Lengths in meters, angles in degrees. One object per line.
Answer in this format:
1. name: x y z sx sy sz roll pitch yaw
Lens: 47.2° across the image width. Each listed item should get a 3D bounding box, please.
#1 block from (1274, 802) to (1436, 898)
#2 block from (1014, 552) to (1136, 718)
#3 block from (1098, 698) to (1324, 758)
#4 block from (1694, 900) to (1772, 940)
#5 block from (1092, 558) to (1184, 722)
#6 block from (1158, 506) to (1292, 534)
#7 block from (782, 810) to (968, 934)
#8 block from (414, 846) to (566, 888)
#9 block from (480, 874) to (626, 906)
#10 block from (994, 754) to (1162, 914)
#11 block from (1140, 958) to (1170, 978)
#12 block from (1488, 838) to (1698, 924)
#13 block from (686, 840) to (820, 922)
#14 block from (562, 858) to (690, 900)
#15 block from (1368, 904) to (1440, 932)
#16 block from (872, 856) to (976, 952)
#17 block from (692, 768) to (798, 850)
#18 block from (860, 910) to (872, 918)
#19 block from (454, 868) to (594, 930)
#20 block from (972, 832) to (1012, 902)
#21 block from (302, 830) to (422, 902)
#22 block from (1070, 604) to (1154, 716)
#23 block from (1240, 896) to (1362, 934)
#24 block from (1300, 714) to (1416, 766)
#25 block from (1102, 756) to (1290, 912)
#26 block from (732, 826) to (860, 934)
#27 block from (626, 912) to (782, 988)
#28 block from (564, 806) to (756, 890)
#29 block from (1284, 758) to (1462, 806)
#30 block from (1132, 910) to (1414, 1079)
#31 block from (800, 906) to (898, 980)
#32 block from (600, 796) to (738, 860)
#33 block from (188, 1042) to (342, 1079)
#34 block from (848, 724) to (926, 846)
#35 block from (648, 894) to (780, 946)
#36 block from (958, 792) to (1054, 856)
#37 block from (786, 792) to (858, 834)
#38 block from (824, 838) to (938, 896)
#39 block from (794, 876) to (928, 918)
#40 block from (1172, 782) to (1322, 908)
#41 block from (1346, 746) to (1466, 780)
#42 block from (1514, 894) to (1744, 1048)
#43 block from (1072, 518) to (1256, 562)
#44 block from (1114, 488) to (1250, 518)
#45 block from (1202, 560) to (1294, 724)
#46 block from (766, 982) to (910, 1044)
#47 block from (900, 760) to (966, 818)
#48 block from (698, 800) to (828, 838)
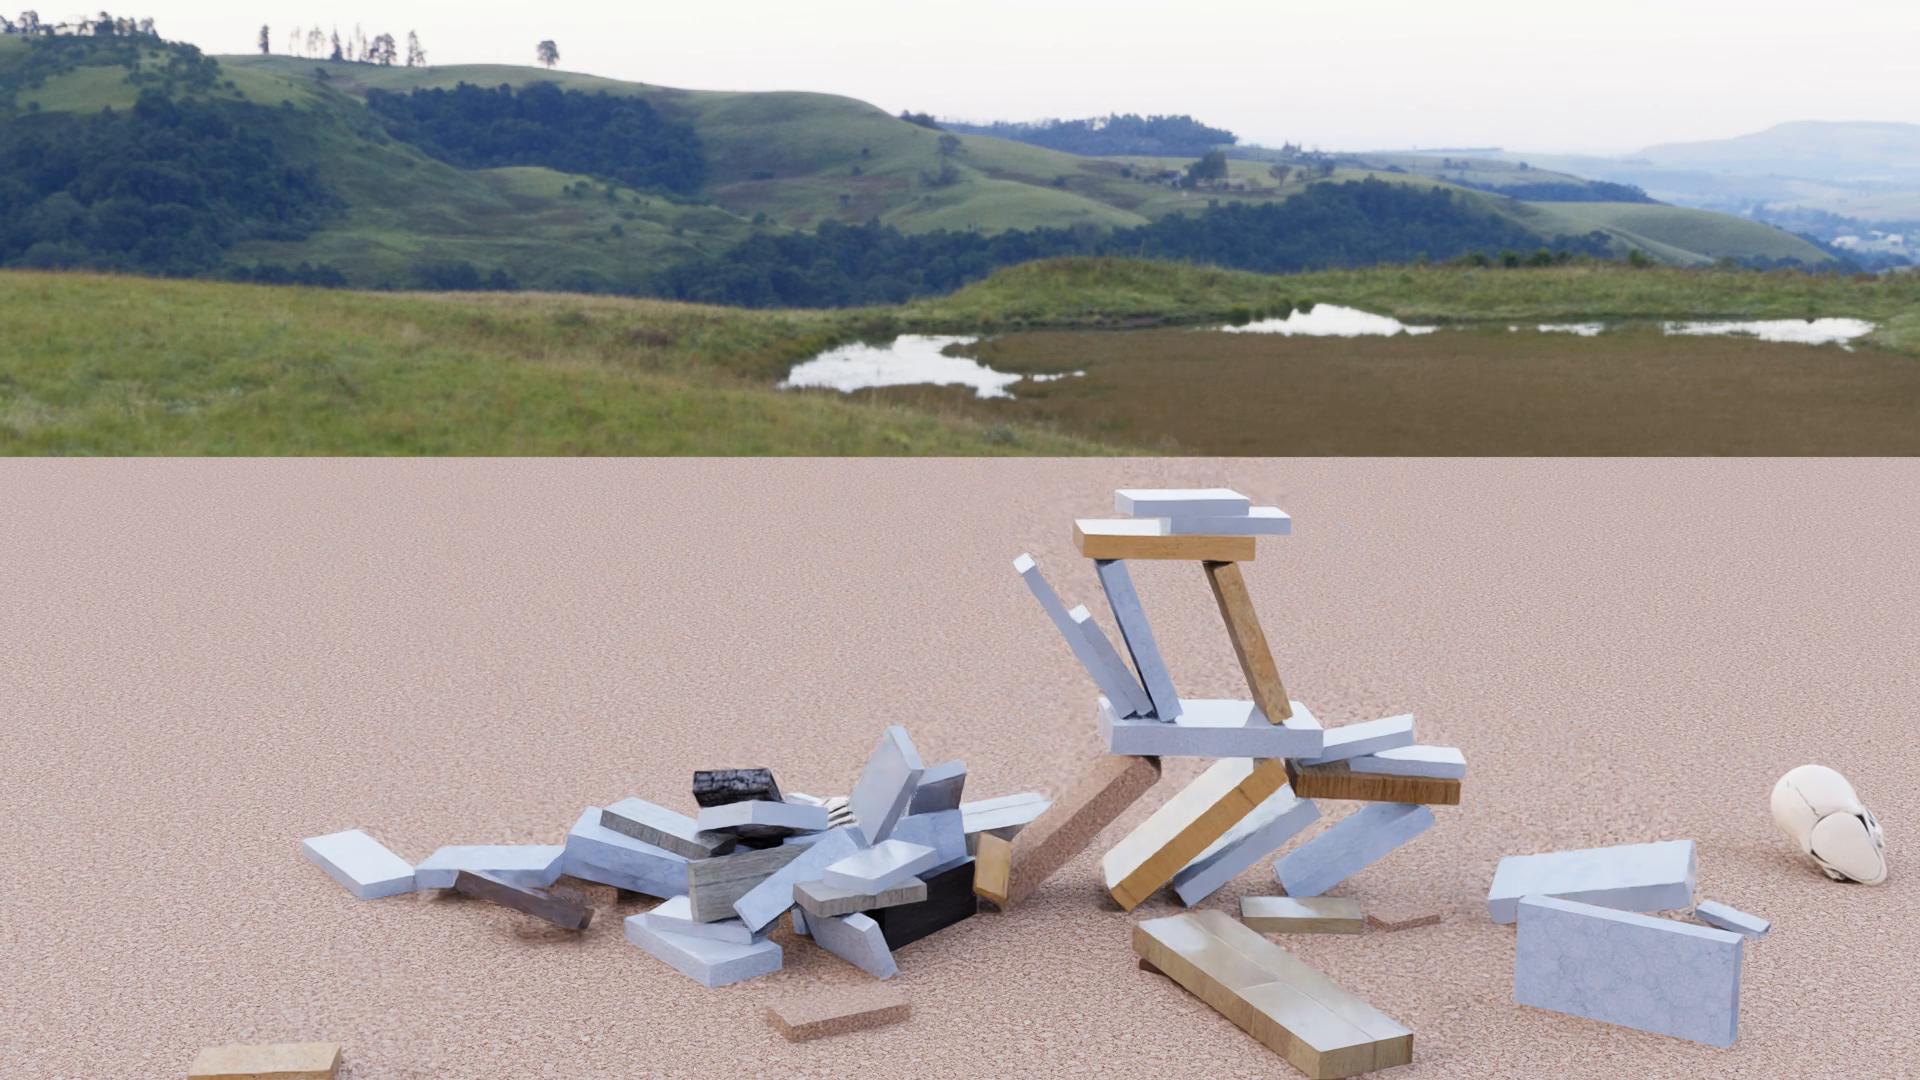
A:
1. block: 0.653 0.504 3.651 0.265 0.038 0.133 -32 9 6
2. block: 0.185 0.154 3.558 0.028 0.294 0.097 -35 13 1
3. block: 0.407 0.308 3.604 0.342 0.048 0.171 1 11 -4
4. block: 1.230 0.605 3.503 0.104 0.015 0.052 19 20 34
5. block: 0.286 0.149 3.569 0.039 0.275 0.137 -22 11 0
6. block: 0.426 -0.032 3.548 0.194 0.028 0.097 1 11 -6
7. block: -0.130 0.533 3.547 0.303 0.152 0.043 -6 -2 -29
8. block: -0.775 0.542 3.654 0.228 0.032 0.114 -2 11 11
9. block: -0.675 0.573 3.670 0.228 0.032 0.114 0 11 2
10. block: 0.187 0.461 3.628 0.342 0.048 0.171 -42 5 10
11. block: 0.323 0.639 3.360 0.052 0.015 0.104 9 14 35
12. block: 1.014 0.548 3.526 0.307 0.043 0.153 -10 14 25
13. block: -0.302 0.527 3.409 0.242 0.091 0.026 -5 -1 -29
14. block: -0.536 0.548 3.659 0.228 0.032 0.114 14 10 -2
15. block: 0.713 0.608 3.533 0.104 0.015 0.052 -5 12 -26
16. block: -0.055 0.577 3.485 0.027 0.094 0.231 8 13 37
17. block: -0.363 0.467 3.746 0.128 0.036 0.256 -3 -34 7
18. block: -0.138 0.600 3.488 0.095 0.047 0.013 -7 12 -32
19. block: -0.686 0.566 3.468 0.204 0.029 0.102 19 -7 4
20. block: 0.052 0.528 3.552 0.054 0.015 0.109 23 44 -17
21. block: -1.028 0.556 3.772 0.102 0.029 0.291 -8 13 -35
22. block: 0.246 0.195 3.580 0.027 0.187 0.094 -35 12 1
23. block: 0.545 0.602 3.530 0.186 0.026 0.093 1 11 3
24. block: 0.655 0.329 3.623 0.186 0.026 0.093 -13 9 16
25. block: 0.387 0.462 3.641 0.342 0.048 0.171 -41 8 7
26. block: -0.249 0.522 3.392 0.223 0.054 0.015 -33 -11 -35
27. block: -0.397 0.622 3.395 0.128 0.036 0.256 -8 13 -37
28. block: -0.490 0.521 3.653 0.303 0.043 0.152 14 10 1
29. block: 0.679 0.393 3.631 0.266 0.038 0.133 3 11 0
30. block: 0.441 0.649 3.182 0.153 0.043 0.495 -4 13 -25
31. block: -0.173 0.600 3.353 0.027 0.094 0.187 -34 27 -27
32. block: -0.485 0.483 3.662 0.204 0.029 0.102 17 11 17
33. block: -0.933 0.709 2.956 0.183 0.026 0.091 -1 11 -6
34. block: -0.117 0.388 3.466 0.026 0.184 0.092 -2 45 -34
35. block: -0.382 0.588 3.409 0.182 0.026 0.091 4 12 23
36. block: 0.043 0.515 3.955 0.303 0.043 0.152 -6 12 -29
37. block: -0.235 0.507 3.854 0.184 0.092 0.026 10 5 42
38. block: -0.122 0.505 3.399 0.091 0.026 0.182 7 11 30
39. block: -0.152 0.537 3.358 0.182 0.026 0.091 -4 11 -28
40. block: 0.471 0.499 3.650 0.266 0.038 0.133 -36 9 6
41. block: 0.735 0.363 3.635 0.186 0.026 0.093 4 11 4
42. block: 0.949 0.611 3.134 0.307 0.153 0.043 7 13 33
43. block: 0.326 -0.001 3.543 0.274 0.039 0.137 1 11 -5
44. block: 0.356 -0.060 3.534 0.194 0.028 0.097 -1 11 -14
45. block: 0.466 0.153 3.582 0.039 0.275 0.137 -22 11 0
46. block: -0.174 0.674 3.143 0.183 0.026 0.091 -5 12 -27
47. block: -0.053 0.462 3.671 0.092 0.026 0.313 -14 -31 -16
48. block: -0.322 0.453 3.566 0.128 0.036 0.256 9 -13 -24
